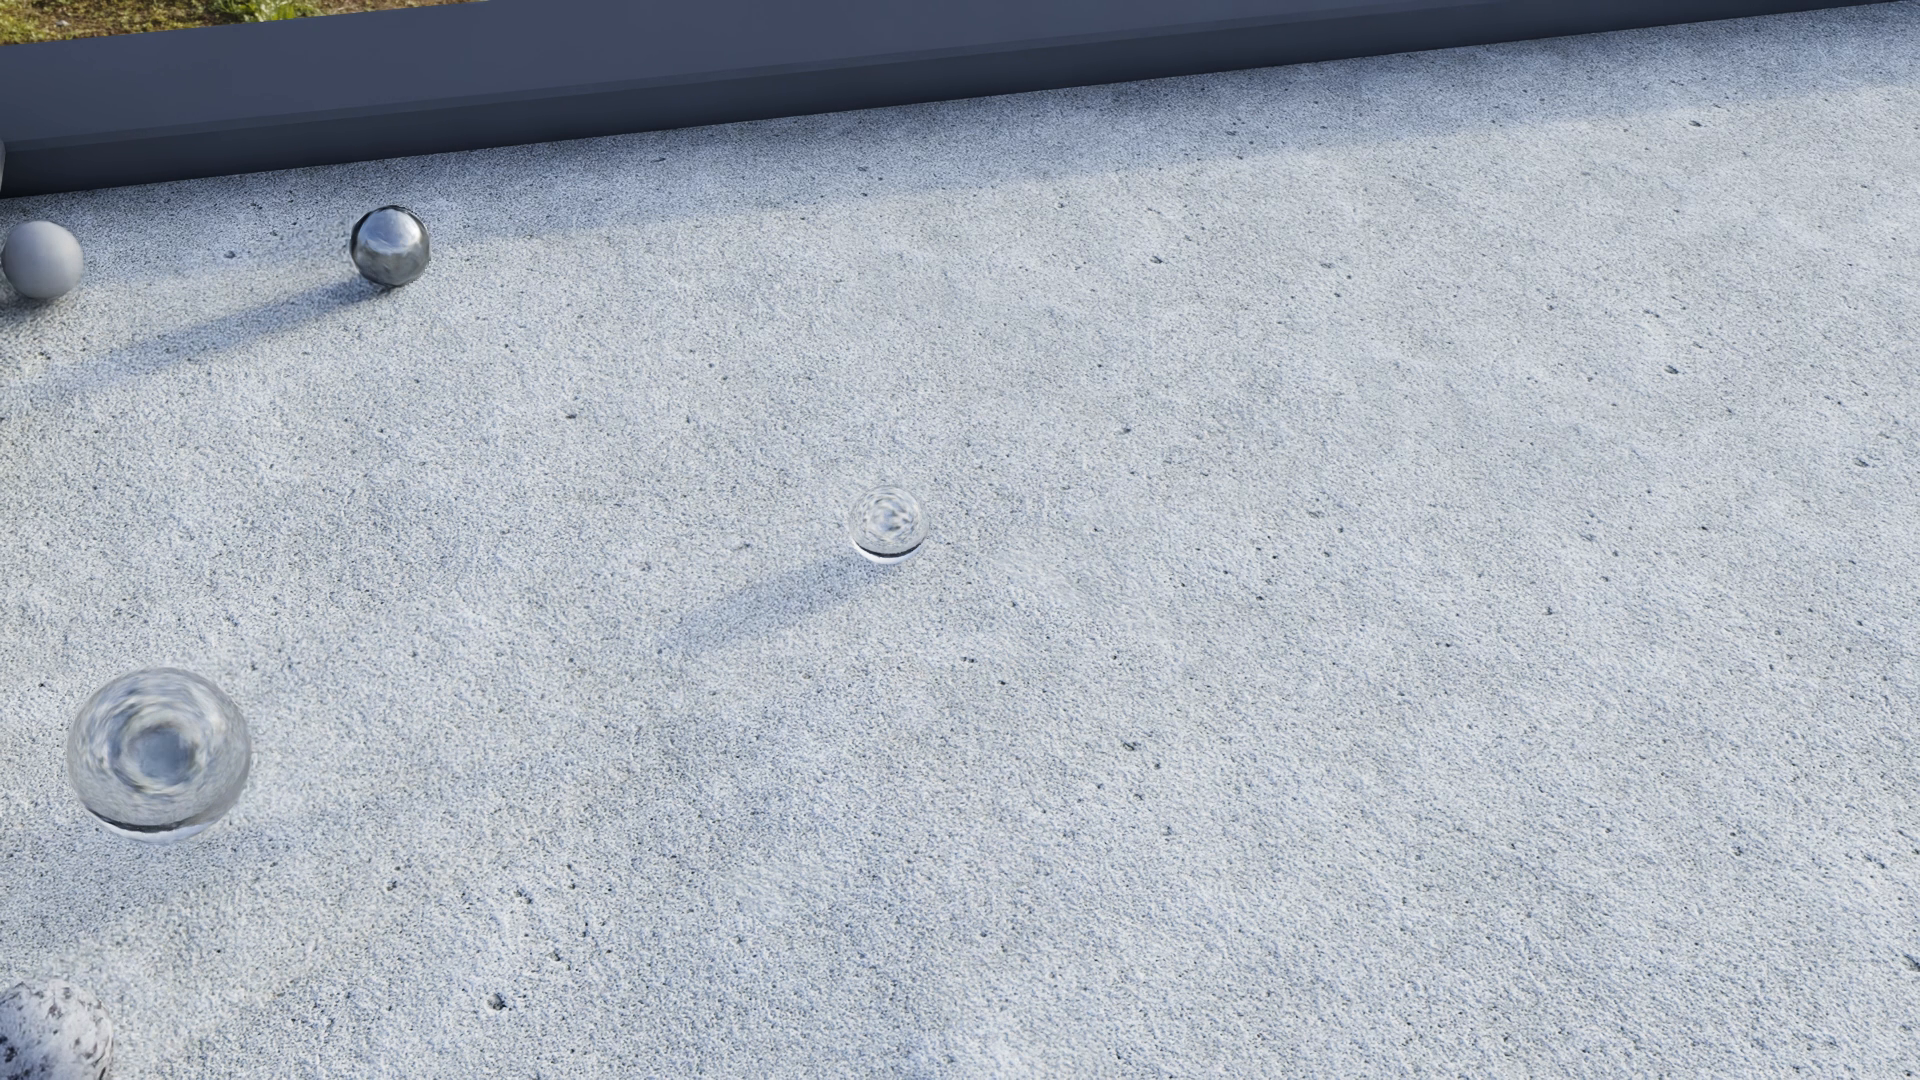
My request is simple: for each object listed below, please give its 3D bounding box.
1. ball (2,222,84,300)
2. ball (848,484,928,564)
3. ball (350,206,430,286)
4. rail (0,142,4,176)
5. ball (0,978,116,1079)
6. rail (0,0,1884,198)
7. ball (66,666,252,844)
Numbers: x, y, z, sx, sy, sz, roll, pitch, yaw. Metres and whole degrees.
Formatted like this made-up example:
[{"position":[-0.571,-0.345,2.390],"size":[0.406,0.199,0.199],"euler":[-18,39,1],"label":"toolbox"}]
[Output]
[{"position":[-0.691,-0.210,1.932],"size":[0.059,0.059,0.059],"euler":[0,36,0],"label":"ball"},{"position":[-0.046,-0.010,1.658],"size":[0.052,0.052,0.052],"euler":[0,36,0],"label":"ball"},{"position":[-0.433,-0.223,1.949],"size":[0.060,0.060,0.060],"euler":[0,36,0],"label":"ball"},{"position":[-0.621,0.061,1.492],"size":[0.045,0.129,1.377],"euler":[-8,36,-11],"label":"rail"},{"position":[-0.456,0.253,1.277],"size":[0.069,0.069,0.069],"euler":[0,36,0],"label":"ball"},{"position":[0.492,-0.490,2.260],"size":[2.646,0.129,0.045],"euler":[-8,36,-11],"label":"rail"},{"position":[-0.448,0.120,1.436],"size":[0.099,0.099,0.099],"euler":[0,36,0],"label":"ball"}]
